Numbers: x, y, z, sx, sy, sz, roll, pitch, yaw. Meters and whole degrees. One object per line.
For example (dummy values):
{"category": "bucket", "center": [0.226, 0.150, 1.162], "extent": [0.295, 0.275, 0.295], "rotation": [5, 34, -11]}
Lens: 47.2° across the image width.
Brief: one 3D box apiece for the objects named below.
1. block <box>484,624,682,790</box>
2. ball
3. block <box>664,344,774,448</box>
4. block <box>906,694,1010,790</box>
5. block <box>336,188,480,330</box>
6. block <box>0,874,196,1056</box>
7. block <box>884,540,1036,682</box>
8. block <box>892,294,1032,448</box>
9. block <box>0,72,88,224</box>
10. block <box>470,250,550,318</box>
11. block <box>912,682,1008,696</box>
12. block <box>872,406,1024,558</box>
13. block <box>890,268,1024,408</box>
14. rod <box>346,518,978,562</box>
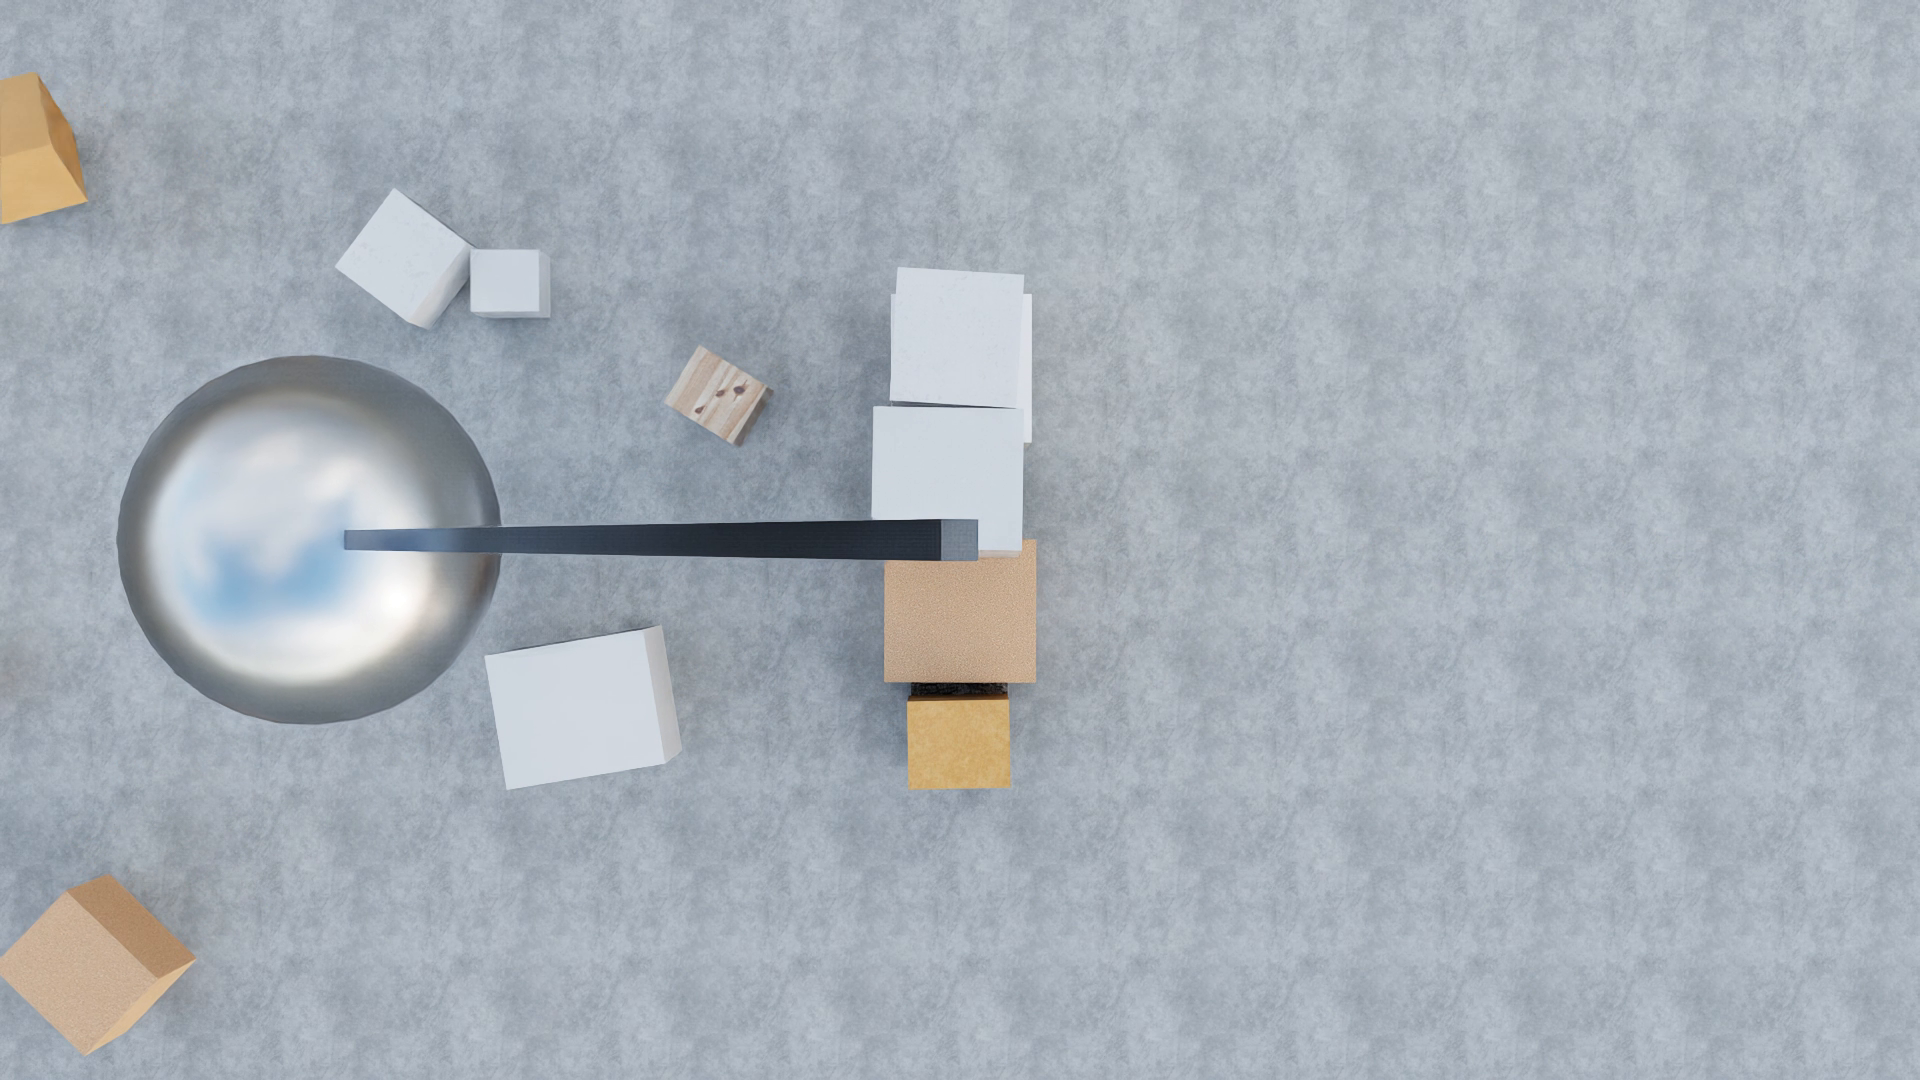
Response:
{"category": "block", "center": [-2.143, 0.945, 12.619], "extent": [0.894, 0.762, 0.755], "rotation": [-9, 90, 0]}
{"category": "ball", "center": [-2.787, 0.000, 9.493], "extent": [1.600, 1.600, 1.600], "rotation": [0, 90, 0]}
{"category": "block", "center": [-1.391, -0.829, 12.760], "extent": [0.456, 0.479, 0.387], "rotation": [31, 90, 0]}
{"category": "block", "center": [-0.006, 1.111, 12.179], "extent": [0.554, 0.485, 0.477], "rotation": [-1, 90, 0]}
{"category": "block", "center": [-3.174, -1.619, 12.739], "extent": [0.516, 0.521, 0.561], "rotation": [37, 90, 0]}
{"category": "block", "center": [-4.977, 2.438, 12.684], "extent": [0.722, 0.632, 0.598], "rotation": [44, 90, 0]}
{"category": "block", "center": [0.002, 0.390, 12.557], "extent": [0.837, 0.887, 0.790], "rotation": [0, 90, 0]}
{"category": "block", "center": [0.007, -0.950, 12.576], "extent": [0.777, 0.849, 0.819], "rotation": [0, 90, 0]}
{"category": "block", "center": [-5.388, -2.240, 12.584], "extent": [0.499, 0.582, 0.521], "rotation": [-17, 67, -8]}
{"category": "block", "center": [-2.617, -1.491, 12.818], "extent": [0.392, 0.363, 0.355], "rotation": [0, 90, 0]}
{"category": "block", "center": [-0.004, 1.076, 12.711], "extent": [0.546, 0.578, 0.565], "rotation": [0, 90, 0]}
{"category": "block", "center": [-0.064, -0.298, 11.763], "extent": [0.781, 0.734, 0.736], "rotation": [1, 87, 0]}
{"category": "block", "center": [-0.016, -1.052, 11.784], "extent": [0.658, 0.735, 0.692], "rotation": [4, 90, 0]}
{"category": "rod", "center": [-1.208, 0.000, 6.482], "extent": [0.080, 5.200, 0.080], "rotation": [0, 90, -28]}
